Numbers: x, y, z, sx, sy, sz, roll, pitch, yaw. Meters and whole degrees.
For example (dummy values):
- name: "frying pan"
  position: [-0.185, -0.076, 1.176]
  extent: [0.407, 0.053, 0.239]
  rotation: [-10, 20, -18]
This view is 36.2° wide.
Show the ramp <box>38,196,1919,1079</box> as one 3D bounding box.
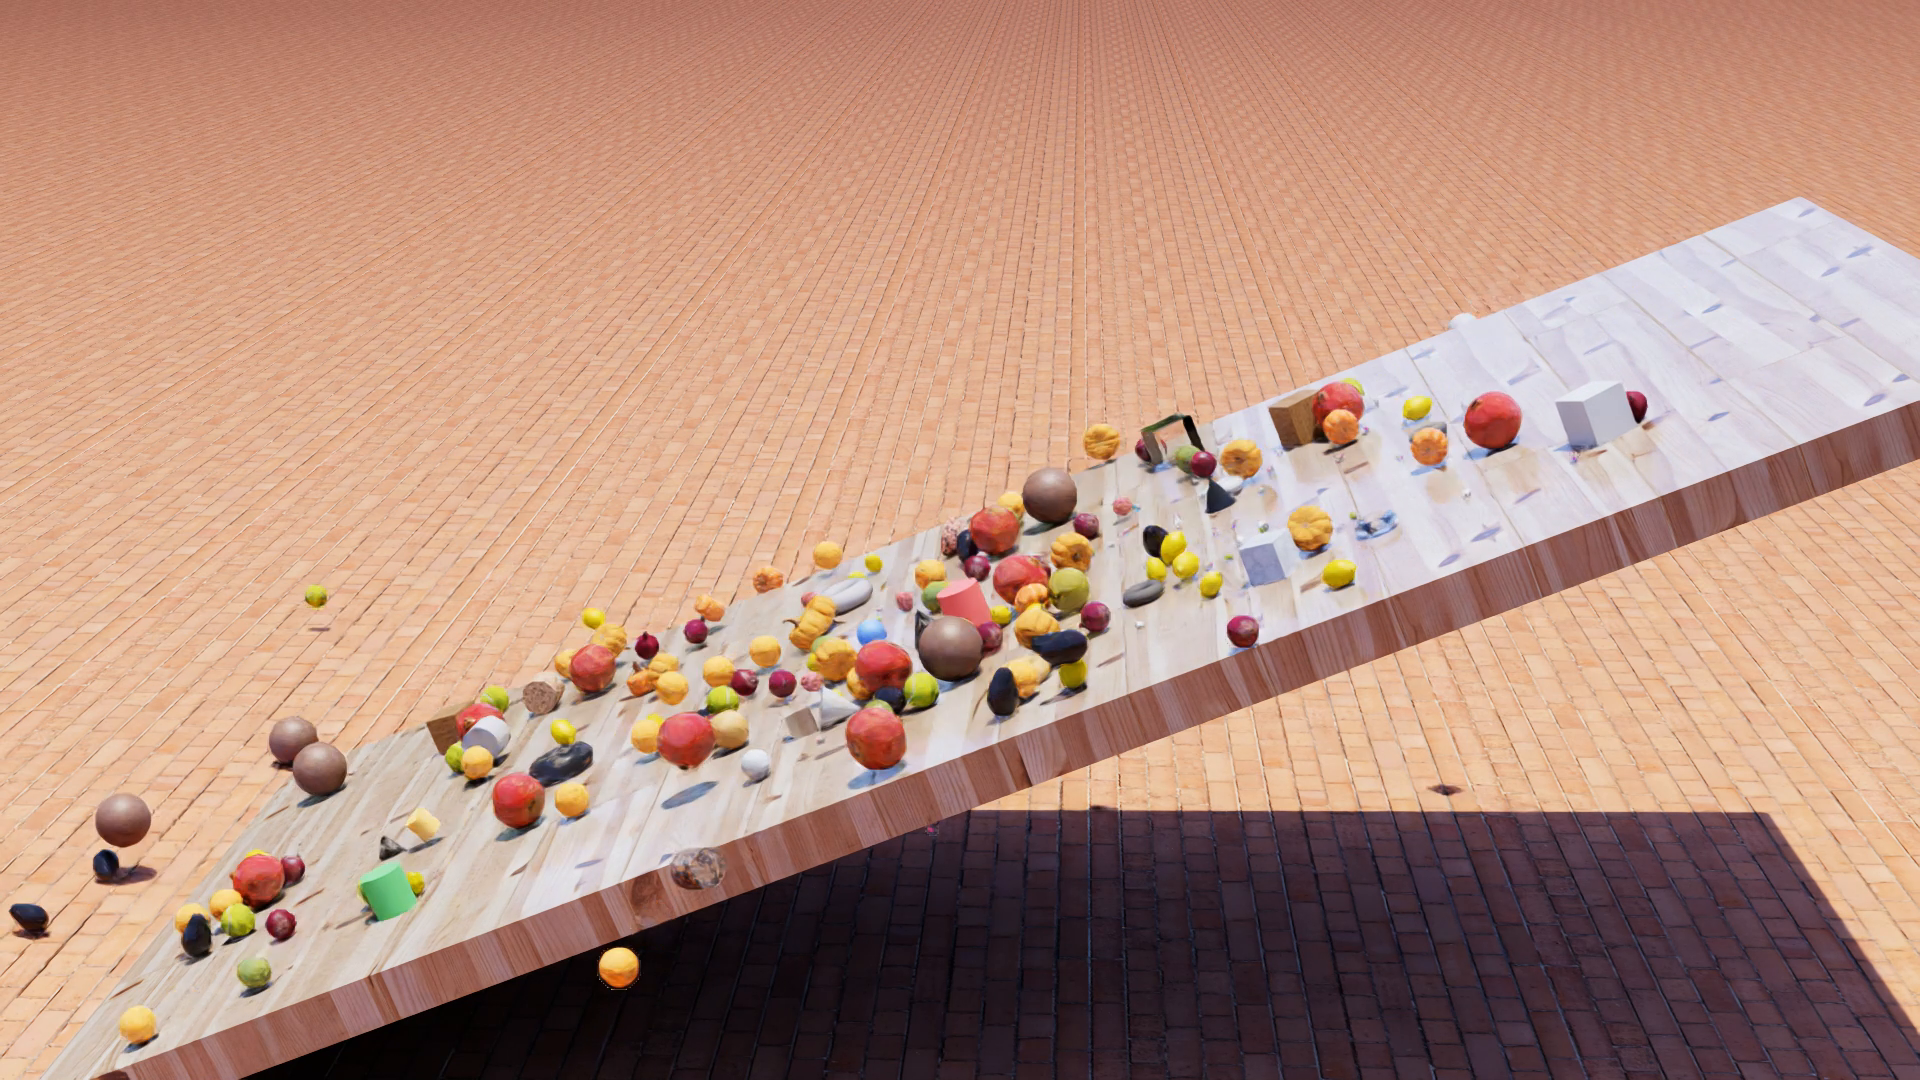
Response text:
- name: "ramp"
  position: [0.124, 0.173, 6.291]
  extent: [4.000, 0.100, 2.000]
  rotation: [-21, 12, 7]

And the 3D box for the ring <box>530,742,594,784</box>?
- name: "ring"
  position: [-0.861, 0.482, 6.358]
  extent: [0.147, 0.049, 0.147]
  rotation: [-21, 11, 4]

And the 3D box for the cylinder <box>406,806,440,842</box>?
- name: "cylinder"
  position: [-1.137, 0.601, 6.229]
  extent: [0.052, 0.052, 0.052]
  rotation: [-41, 19, 17]

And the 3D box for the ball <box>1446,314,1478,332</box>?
- name: "ball"
  position: [1.249, -0.518, 7.283]
  extent: [0.085, 0.085, 0.085]
  rotation: [0, 14, 0]

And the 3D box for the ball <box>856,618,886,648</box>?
- name: "ball"
  position: [-0.191, 0.202, 6.337]
  extent: [0.065, 0.065, 0.065]
  rotation: [0, 14, 0]

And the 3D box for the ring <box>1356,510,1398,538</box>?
- name: "ring"
  position: [0.801, -0.031, 5.654]
  extent: [0.087, 0.029, 0.087]
  rotation: [-23, 11, 5]

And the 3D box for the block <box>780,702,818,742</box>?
- name: "block"
  position: [-0.321, 0.363, 5.892]
  extent: [0.054, 0.054, 0.054]
  rotation: [-24, 12, -8]

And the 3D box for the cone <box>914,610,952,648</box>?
- name: "cone"
  position: [-0.051, 0.191, 6.197]
  extent: [0.083, 0.083, 0.083]
  rotation: [3, 13, -7]

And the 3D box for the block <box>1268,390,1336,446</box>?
- name: "block"
  position: [0.769, -0.275, 6.613]
  extent: [0.096, 0.096, 0.096]
  rotation: [-26, 13, -18]

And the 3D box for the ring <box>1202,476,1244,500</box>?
- name: "ring"
  position: [0.572, -0.111, 6.403]
  extent: [0.098, 0.033, 0.098]
  rotation: [-22, 8, 3]

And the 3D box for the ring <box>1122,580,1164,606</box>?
- name: "ring"
  position: [0.363, 0.106, 5.843]
  extent: [0.087, 0.029, 0.087]
  rotation: [-20, 13, 5]

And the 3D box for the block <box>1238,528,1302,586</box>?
- name: "block"
  position: [0.594, 0.032, 5.633]
  extent: [0.077, 0.077, 0.077]
  rotation: [-14, 15, 35]

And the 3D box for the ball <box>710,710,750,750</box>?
- name: "ball"
  position: [-0.469, 0.386, 5.992]
  extent: [0.081, 0.081, 0.081]
  rotation: [0, 14, 0]

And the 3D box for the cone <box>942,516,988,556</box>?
- name: "cone"
  position: [0.019, -0.001, 6.894]
  extent: [0.099, 0.099, 0.099]
  rotation: [10, 16, 17]

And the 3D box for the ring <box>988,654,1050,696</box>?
- name: "ring"
  position: [0.113, 0.257, 5.603]
  extent: [0.125, 0.042, 0.125]
  rotation: [-21, 13, 5]

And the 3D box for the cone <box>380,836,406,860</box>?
- name: "cone"
  position: [-1.204, 0.658, 6.266]
  extent: [0.053, 0.053, 0.053]
  rotation: [6, 14, 4]

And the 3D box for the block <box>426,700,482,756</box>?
- name: "block"
  position: [-1.200, 0.448, 7.020]
  extent: [0.090, 0.090, 0.090]
  rotation: [-16, 14, 29]

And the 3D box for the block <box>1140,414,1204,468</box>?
- name: "block"
  position: [0.499, -0.233, 6.916]
  extent: [0.095, 0.095, 0.095]
  rotation: [-26, 13, -18]

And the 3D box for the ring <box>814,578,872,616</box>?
- name: "ring"
  position: [-0.272, 0.133, 6.825]
  extent: [0.146, 0.049, 0.146]
  rotation: [-22, 13, 5]

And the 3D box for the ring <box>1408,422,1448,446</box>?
- name: "ring"
  position: [0.981, -0.223, 6.165]
  extent: [0.087, 0.029, 0.087]
  rotation: [-22, 11, 4]

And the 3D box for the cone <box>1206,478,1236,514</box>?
- name: "cone"
  position: [0.549, -0.104, 6.325]
  extent: [0.071, 0.071, 0.071]
  rotation: [-21, 12, 5]

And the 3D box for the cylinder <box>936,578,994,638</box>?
- name: "cylinder"
  position: [0.010, 0.142, 6.167]
  extent: [0.093, 0.093, 0.093]
  rotation: [-22, 12, 5]

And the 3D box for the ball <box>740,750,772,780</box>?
- name: "ball"
  position: [-0.395, 0.435, 5.698]
  extent: [0.059, 0.059, 0.059]
  rotation: [0, 14, 0]

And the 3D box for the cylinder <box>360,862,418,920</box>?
- name: "cylinder"
  position: [-1.131, 0.695, 5.823]
  extent: [0.086, 0.086, 0.086]
  rotation: [-21, 12, 5]

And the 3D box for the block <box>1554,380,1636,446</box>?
- name: "block"
  position: [1.223, -0.243, 5.658]
  extent: [0.095, 0.095, 0.095]
  rotation: [-27, 13, -19]

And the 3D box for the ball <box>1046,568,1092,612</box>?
- name: "ball"
  position: [0.221, 0.101, 5.969]
  extent: [0.091, 0.091, 0.091]
  rotation: [0, 14, 0]

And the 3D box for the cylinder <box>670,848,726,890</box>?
- name: "cylinder"
  position: [-0.470, 0.590, 5.284]
  extent: [0.073, 0.073, 0.073]
  rotation: [-10, 0, -36]
